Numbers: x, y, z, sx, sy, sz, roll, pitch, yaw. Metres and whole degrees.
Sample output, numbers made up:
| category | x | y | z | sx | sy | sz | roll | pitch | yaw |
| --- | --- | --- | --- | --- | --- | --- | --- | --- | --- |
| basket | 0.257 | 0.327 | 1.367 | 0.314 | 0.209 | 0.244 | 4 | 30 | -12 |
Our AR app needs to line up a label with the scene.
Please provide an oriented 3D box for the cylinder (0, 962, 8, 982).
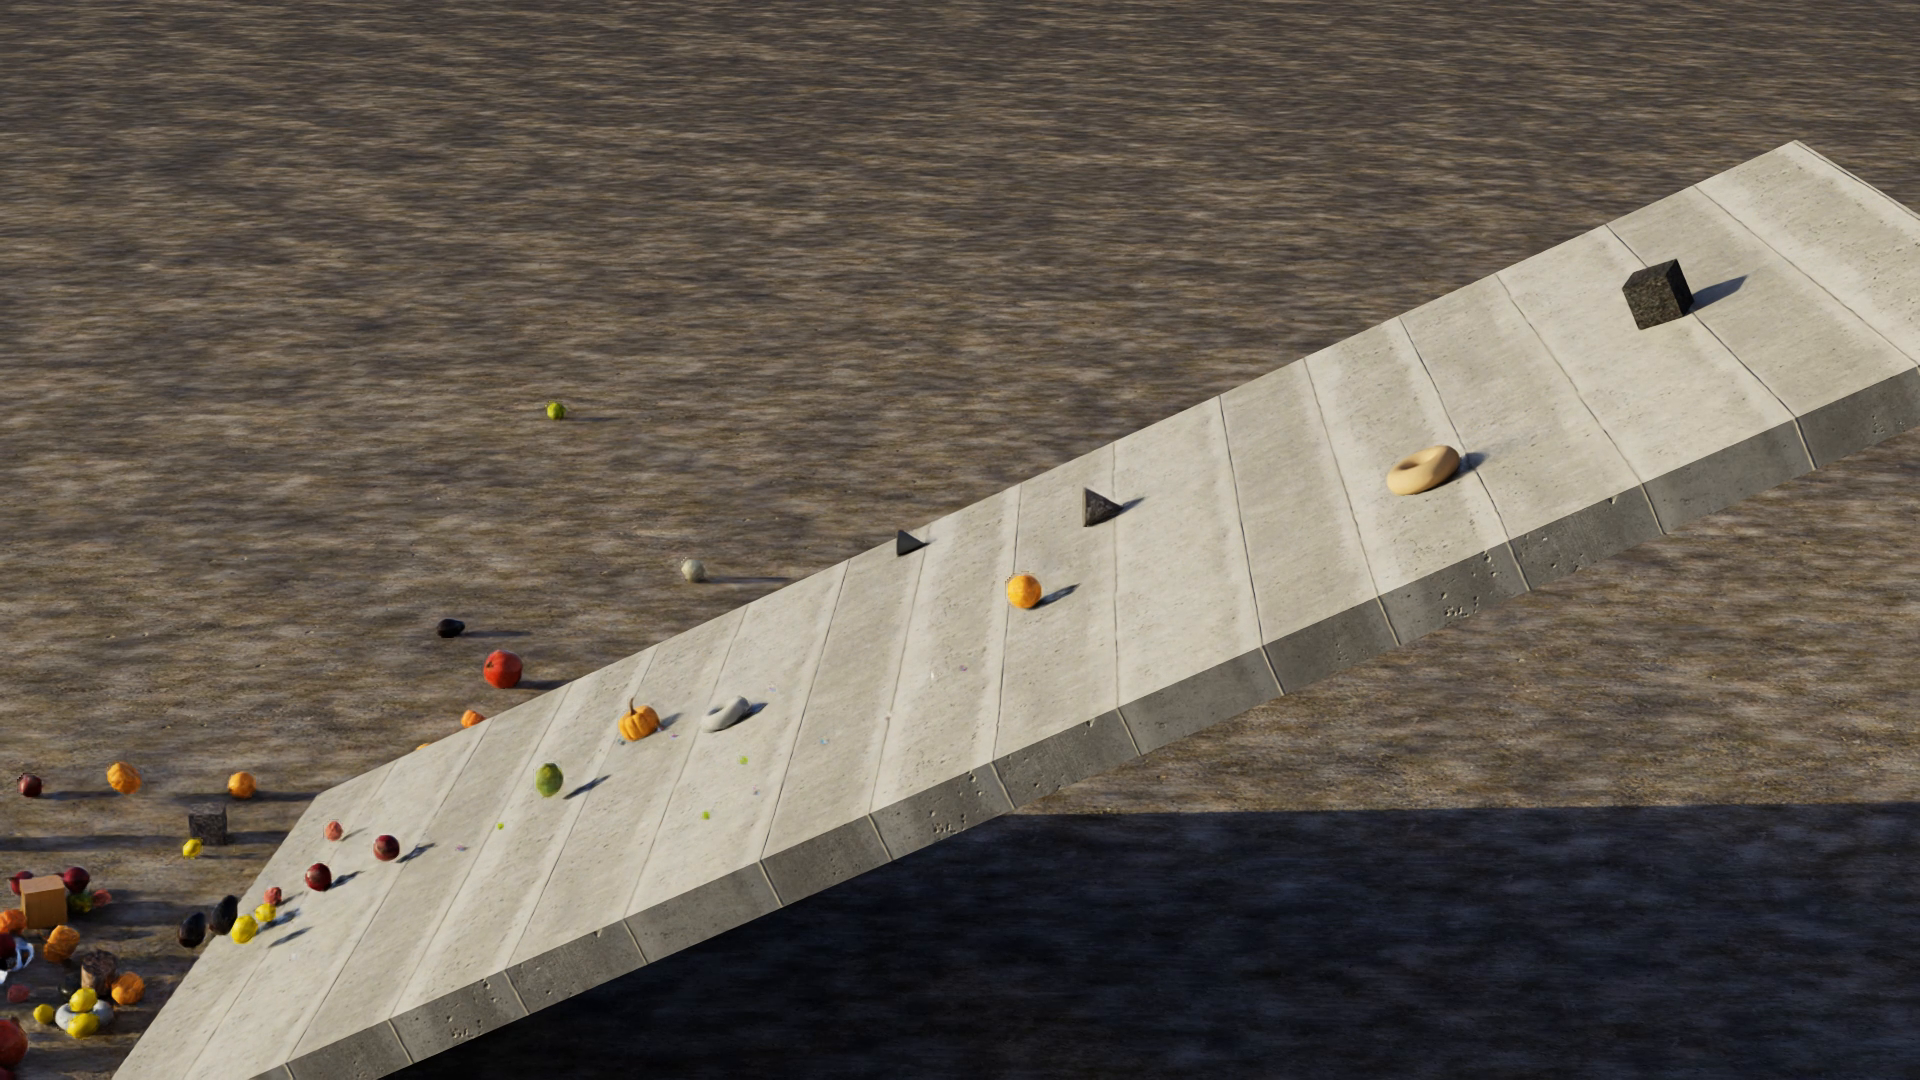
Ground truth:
| category | x | y | z | sx | sy | sz | roll | pitch | yaw |
| --- | --- | --- | --- | --- | --- | --- | --- | --- | --- |
| cylinder | -2.191 | 0.970 | 6.634 | 0.060 | 0.060 | 0.060 | 26 | 22 | 13 |

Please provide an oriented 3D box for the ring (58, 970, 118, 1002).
| category | x | y | z | sx | sy | sz | roll | pitch | yaw |
| --- | --- | --- | --- | --- | --- | --- | --- | --- | --- |
| ring | -1.947 | 0.997 | 6.571 | 0.131 | 0.044 | 0.131 | 1 | 16 | 0 |

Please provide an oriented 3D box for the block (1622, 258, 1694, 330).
| category | x | y | z | sx | sy | sz | roll | pitch | yaw |
| --- | --- | --- | --- | --- | --- | --- | --- | --- | --- |
| block | 1.428 | -0.502 | 6.016 | 0.097 | 0.097 | 0.097 | -17 | 16 | 34 |

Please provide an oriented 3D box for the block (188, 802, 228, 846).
| category | x | y | z | sx | sy | sz | roll | pitch | yaw |
| --- | --- | --- | --- | --- | --- | --- | --- | --- | --- |
| block | -1.911 | 0.723 | 7.476 | 0.082 | 0.082 | 0.082 | -2 | 16 | -7 |

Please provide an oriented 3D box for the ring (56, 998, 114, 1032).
| category | x | y | z | sx | sy | sz | roll | pitch | yaw |
| --- | --- | --- | --- | --- | --- | --- | --- | --- | --- |
| ring | -1.914 | 1.039 | 6.428 | 0.122 | 0.041 | 0.122 | 0 | 16 | 0 |

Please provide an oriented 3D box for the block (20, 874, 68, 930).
| category | x | y | z | sx | sy | sz | roll | pitch | yaw |
| --- | --- | --- | --- | --- | --- | --- | --- | --- | --- |
| block | -2.173 | 0.859 | 6.973 | 0.092 | 0.092 | 0.092 | -7 | 17 | -23 |

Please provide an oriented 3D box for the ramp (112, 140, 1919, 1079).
| category | x | y | z | sx | sy | sz | roll | pitch | yaw |
| --- | --- | --- | --- | --- | --- | --- | --- | --- | --- |
| ramp | 0.135 | 0.169 | 6.282 | 4.000 | 0.100 | 2.000 | -24 | 13 | 9 |

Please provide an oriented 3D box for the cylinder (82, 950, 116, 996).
| category | x | y | z | sx | sy | sz | roll | pitch | yaw |
| --- | --- | --- | --- | --- | --- | --- | --- | --- | --- |
| cylinder | -1.905 | 0.958 | 6.508 | 0.073 | 0.073 | 0.073 | 10 | 42 | -10 |

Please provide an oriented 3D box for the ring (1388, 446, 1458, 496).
| category | x | y | z | sx | sy | sz | roll | pitch | yaw |
| --- | --- | --- | --- | --- | --- | --- | --- | --- | --- |
| ring | 0.897 | -0.135 | 5.696 | 0.149 | 0.050 | 0.149 | -26 | 12 | 6 |

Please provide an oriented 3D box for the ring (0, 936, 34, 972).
| category | x | y | z | sx | sy | sz | roll | pitch | yaw |
| --- | --- | --- | --- | --- | --- | --- | --- | --- | --- |
| ring | -2.193 | 0.950 | 6.733 | 0.141 | 0.047 | 0.141 | 0 | 17 | 0 |

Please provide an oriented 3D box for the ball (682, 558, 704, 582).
| category | x | y | z | sx | sy | sz | roll | pitch | yaw |
| --- | --- | --- | --- | --- | --- | --- | --- | --- | --- |
| ball | -0.880 | 0.099 | 9.708 | 0.076 | 0.076 | 0.076 | 0 | 16 | 0 |

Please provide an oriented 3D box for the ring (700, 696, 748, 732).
| category | x | y | z | sx | sy | sz | roll | pitch | yaw |
| --- | --- | --- | --- | --- | --- | --- | --- | --- | --- |
| ring | -0.511 | 0.378 | 6.384 | 0.115 | 0.038 | 0.115 | -25 | 14 | 7 |
